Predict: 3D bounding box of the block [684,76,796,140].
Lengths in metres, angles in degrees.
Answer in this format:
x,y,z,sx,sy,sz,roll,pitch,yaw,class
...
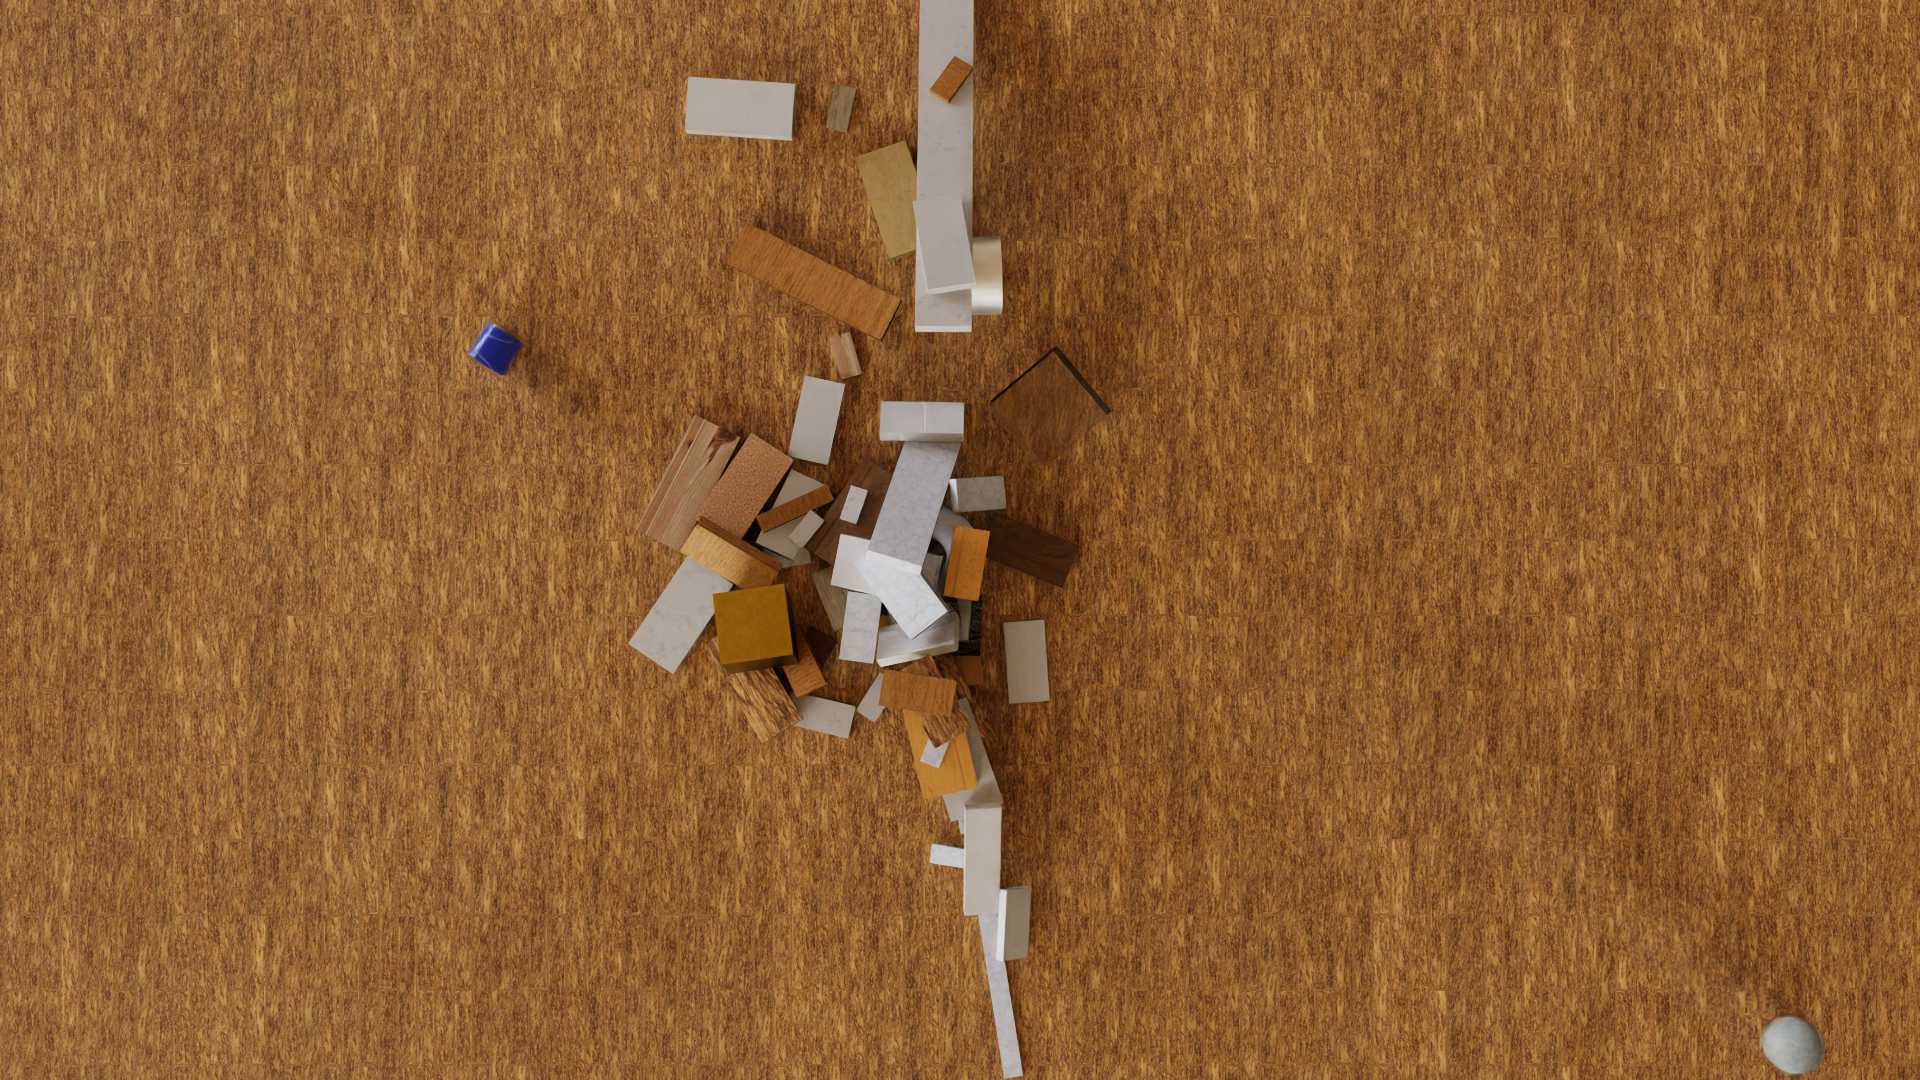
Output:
x,y,z,sx,sy,sz,roll,pitch,yaw,class
-0.727,-1.431,5.475,0.353,0.050,0.176,4,90,0,block

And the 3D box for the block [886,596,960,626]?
x,y,z,sx,sy,sz,roll,pitch,yaw,class
-0.118,0.236,5.375,0.229,0.032,0.114,-2,135,6,block

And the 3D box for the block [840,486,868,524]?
x,y,z,sx,sy,sz,roll,pitch,yaw,class
-0.348,-0.115,5.417,0.058,0.017,0.117,18,82,7,block

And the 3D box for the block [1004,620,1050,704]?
x,y,z,sx,sy,sz,roll,pitch,yaw,class
0.221,0.403,5.481,0.135,0.038,0.269,-4,90,0,block

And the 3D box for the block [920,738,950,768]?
x,y,z,sx,sy,sz,roll,pitch,yaw,class
-0.074,0.658,5.266,0.063,0.018,0.126,22,93,-4,block

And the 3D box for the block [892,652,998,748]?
x,y,z,sx,sy,sz,roll,pitch,yaw,class
-0.050,0.523,5.394,0.180,0.051,0.404,-29,95,0,block

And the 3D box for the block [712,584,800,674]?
x,y,z,sx,sy,sz,roll,pitch,yaw,class
-0.657,0.290,5.334,0.230,0.230,0.230,-8,78,-2,block

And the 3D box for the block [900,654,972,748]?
x,y,z,sx,sy,sz,roll,pitch,yaw,class
-0.087,0.511,5.236,0.135,0.038,0.269,-30,88,-3,block

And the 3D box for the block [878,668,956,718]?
x,y,z,sx,sy,sz,roll,pitch,yaw,class
-0.133,0.482,5.201,0.231,0.033,0.116,9,87,-1,block

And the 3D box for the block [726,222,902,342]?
x,y,z,sx,sy,sz,roll,pitch,yaw,class
-0.484,-0.856,5.479,0.573,0.043,0.152,27,90,0,block

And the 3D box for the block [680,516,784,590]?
x,y,z,sx,sy,sz,roll,pitch,yaw,class
-0.750,0.058,5.409,0.308,0.044,0.154,31,133,-9,block

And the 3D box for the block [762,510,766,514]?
x,y,z,sx,sy,sz,roll,pitch,yaw,class
-0.612,-0.023,5.489,0.151,0.021,0.076,36,90,0,block

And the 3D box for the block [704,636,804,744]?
x,y,z,sx,sy,sz,roll,pitch,yaw,class
-0.681,0.468,5.454,0.154,0.044,0.384,-32,83,0,block

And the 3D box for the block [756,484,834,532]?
x,y,z,sx,sy,sz,roll,pitch,yaw,class
-0.542,-0.103,5.426,0.257,0.017,0.059,-25,85,-11,block

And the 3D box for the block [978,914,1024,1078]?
x,y,z,sx,sy,sz,roll,pitch,yaw,class
0.101,1.301,5.491,0.063,0.018,0.982,-9,90,0,block

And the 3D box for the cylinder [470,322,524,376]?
x,y,z,sx,sy,sz,roll,pitch,yaw,class
-1.528,-0.630,5.437,0.126,0.126,0.126,33,90,0,cylinder

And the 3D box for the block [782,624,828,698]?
x,y,z,sx,sy,sz,roll,pitch,yaw,class
-0.532,0.399,5.447,0.110,0.031,0.220,-30,74,9,block

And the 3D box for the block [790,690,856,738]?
x,y,z,sx,sy,sz,roll,pitch,yaw,class
-0.465,0.579,5.484,0.220,0.031,0.110,14,90,0,block

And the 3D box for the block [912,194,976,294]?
x,y,z,sx,sy,sz,roll,pitch,yaw,class
-0.049,-0.930,5.188,0.152,0.043,0.303,-9,76,-2,block

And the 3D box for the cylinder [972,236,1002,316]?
x,y,z,sx,sy,sz,roll,pitch,yaw,class
0.007,-0.858,5.373,0.254,0.254,0.254,-2,90,0,cylinder

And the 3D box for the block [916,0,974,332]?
x,y,z,sx,sy,sz,roll,pitch,yaw,class
-0.047,-1.270,5.321,0.176,0.050,1.256,0,76,0,block

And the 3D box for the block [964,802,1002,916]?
x,y,z,sx,sy,sz,roll,pitch,yaw,class
0.073,1.045,5.393,0.116,0.033,0.395,-2,110,-8,block

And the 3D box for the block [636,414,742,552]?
x,y,z,sx,sy,sz,roll,pitch,yaw,class
-0.899,-0.187,5.476,0.168,0.048,0.428,27,90,0,block

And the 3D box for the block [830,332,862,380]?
x,y,z,sx,sy,sz,roll,pitch,yaw,class
-0.381,-0.612,5.490,0.072,0.021,0.145,-16,90,0,block

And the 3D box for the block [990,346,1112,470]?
x,y,z,sx,sy,sz,roll,pitch,yaw,class
0.289,-0.425,5.363,0.273,0.273,0.273,-40,90,0,block

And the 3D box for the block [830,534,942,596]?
x,y,z,sx,sy,sz,roll,pitch,yaw,class
-0.237,0.098,5.323,0.336,0.048,0.168,13,94,13,block

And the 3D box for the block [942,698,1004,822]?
x,y,z,sx,sy,sz,roll,pitch,yaw,class
-0.003,0.713,5.360,0.180,0.051,0.360,-19,95,-1,block

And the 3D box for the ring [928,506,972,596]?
x,y,z,sx,sy,sz,roll,pitch,yaw,class
-0.102,0.052,5.389,0.345,0.115,0.345,0,97,4,ring

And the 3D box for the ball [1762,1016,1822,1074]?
x,y,z,sx,sy,sz,roll,pitch,yaw,class
2.729,1.655,5.410,0.181,0.181,0.181,0,90,0,ball

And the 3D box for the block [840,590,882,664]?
x,y,z,sx,sy,sz,roll,pitch,yaw,class
-0.325,0.284,5.412,0.114,0.032,0.229,8,99,-1,block

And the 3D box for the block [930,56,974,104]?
x,y,z,sx,sy,sz,roll,pitch,yaw,class
-0.027,-1.491,5.340,0.072,0.021,0.145,33,78,8,block
